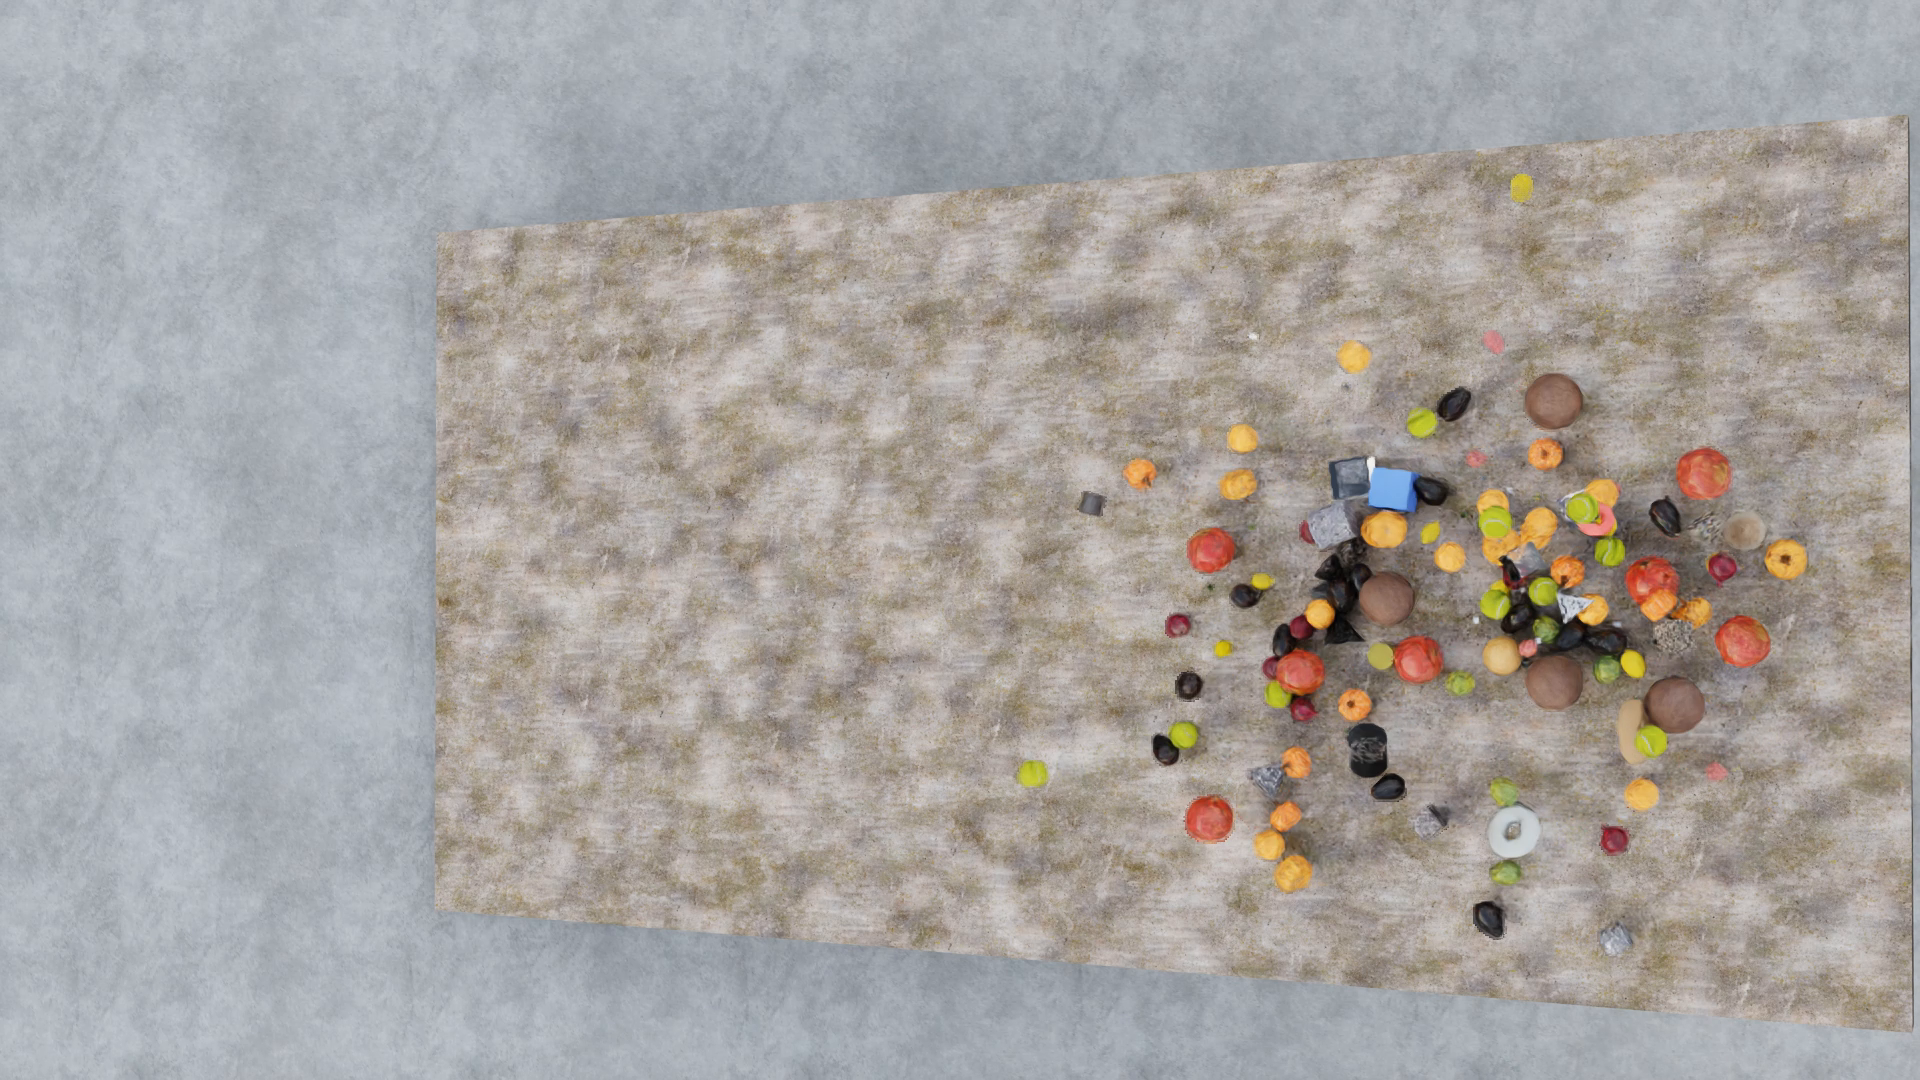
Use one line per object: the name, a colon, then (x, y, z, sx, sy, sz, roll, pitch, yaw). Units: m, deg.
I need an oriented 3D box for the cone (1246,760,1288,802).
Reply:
cone: (0.768, 0.570, 5.373, 0.097, 0.097, 0.097, -40, 89, -9)

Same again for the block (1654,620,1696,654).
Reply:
block: (1.591, 0.214, 4.895, 0.057, 0.057, 0.057, 5, 70, -18)

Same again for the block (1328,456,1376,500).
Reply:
block: (0.945, -0.148, 5.272, 0.089, 0.089, 0.089, -9, 85, 25)

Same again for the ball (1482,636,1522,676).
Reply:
ball: (1.262, 0.269, 5.115, 0.091, 0.091, 0.091, 0, 89, 0)

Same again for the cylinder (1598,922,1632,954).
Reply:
cylinder: (1.496, 0.909, 5.019, 0.055, 0.055, 0.055, -31, 89, 22)

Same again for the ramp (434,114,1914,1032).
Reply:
ramp: (0.282, 0.082, 5.687, 4.000, 0.100, 2.000, 0, 89, 25)

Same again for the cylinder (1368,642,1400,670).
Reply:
cylinder: (1.013, 0.276, 5.249, 0.064, 0.064, 0.064, 0, 90, 26)

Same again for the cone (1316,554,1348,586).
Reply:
cone: (0.912, 0.086, 5.315, 0.076, 0.076, 0.076, 40, 89, -6)

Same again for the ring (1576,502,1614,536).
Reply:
ring: (1.424, -0.047, 4.926, 0.083, 0.028, 0.083, -3, 68, 6)

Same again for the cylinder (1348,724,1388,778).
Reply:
cylinder: (0.968, 0.500, 5.223, 0.092, 0.092, 0.092, -7, 46, 7)

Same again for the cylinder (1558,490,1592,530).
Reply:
cylinder: (1.421, -0.070, 5.055, 0.073, 0.073, 0.073, -18, 81, 0)

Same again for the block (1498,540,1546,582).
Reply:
block: (1.262, 0.048, 4.937, 0.064, 0.064, 0.064, -28, 84, -10)

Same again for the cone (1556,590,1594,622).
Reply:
cone: (1.391, 0.145, 4.952, 0.077, 0.077, 0.077, -6, 89, 25)

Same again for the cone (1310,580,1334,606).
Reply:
cone: (0.891, 0.114, 5.328, 0.064, 0.064, 0.064, 34, 76, 0)

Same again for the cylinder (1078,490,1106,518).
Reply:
cylinder: (0.334, -0.090, 5.576, 0.052, 0.052, 0.052, 25, 73, 0)

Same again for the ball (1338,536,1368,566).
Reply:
ball: (0.943, 0.025, 5.281, 0.071, 0.071, 0.071, 0, 89, 0)

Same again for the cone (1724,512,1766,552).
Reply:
cone: (1.742, -0.019, 4.881, 0.092, 0.092, 0.092, 0, 89, 20)

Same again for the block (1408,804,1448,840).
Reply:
block: (1.107, 0.669, 5.204, 0.058, 0.058, 0.058, -42, 73, 19)

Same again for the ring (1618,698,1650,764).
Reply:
ring: (1.518, 0.431, 4.948, 0.050, 0.149, 0.149, -4, 89, 29)

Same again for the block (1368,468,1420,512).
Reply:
block: (1.032, -0.119, 5.226, 0.092, 0.092, 0.092, 7, 90, 25)

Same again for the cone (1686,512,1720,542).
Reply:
cone: (1.634, -0.027, 4.873, 0.065, 0.065, 0.065, -3, 89, -21)

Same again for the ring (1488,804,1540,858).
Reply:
ring: (1.274, 0.670, 5.061, 0.043, 0.130, 0.130, 30, 89, -39)
